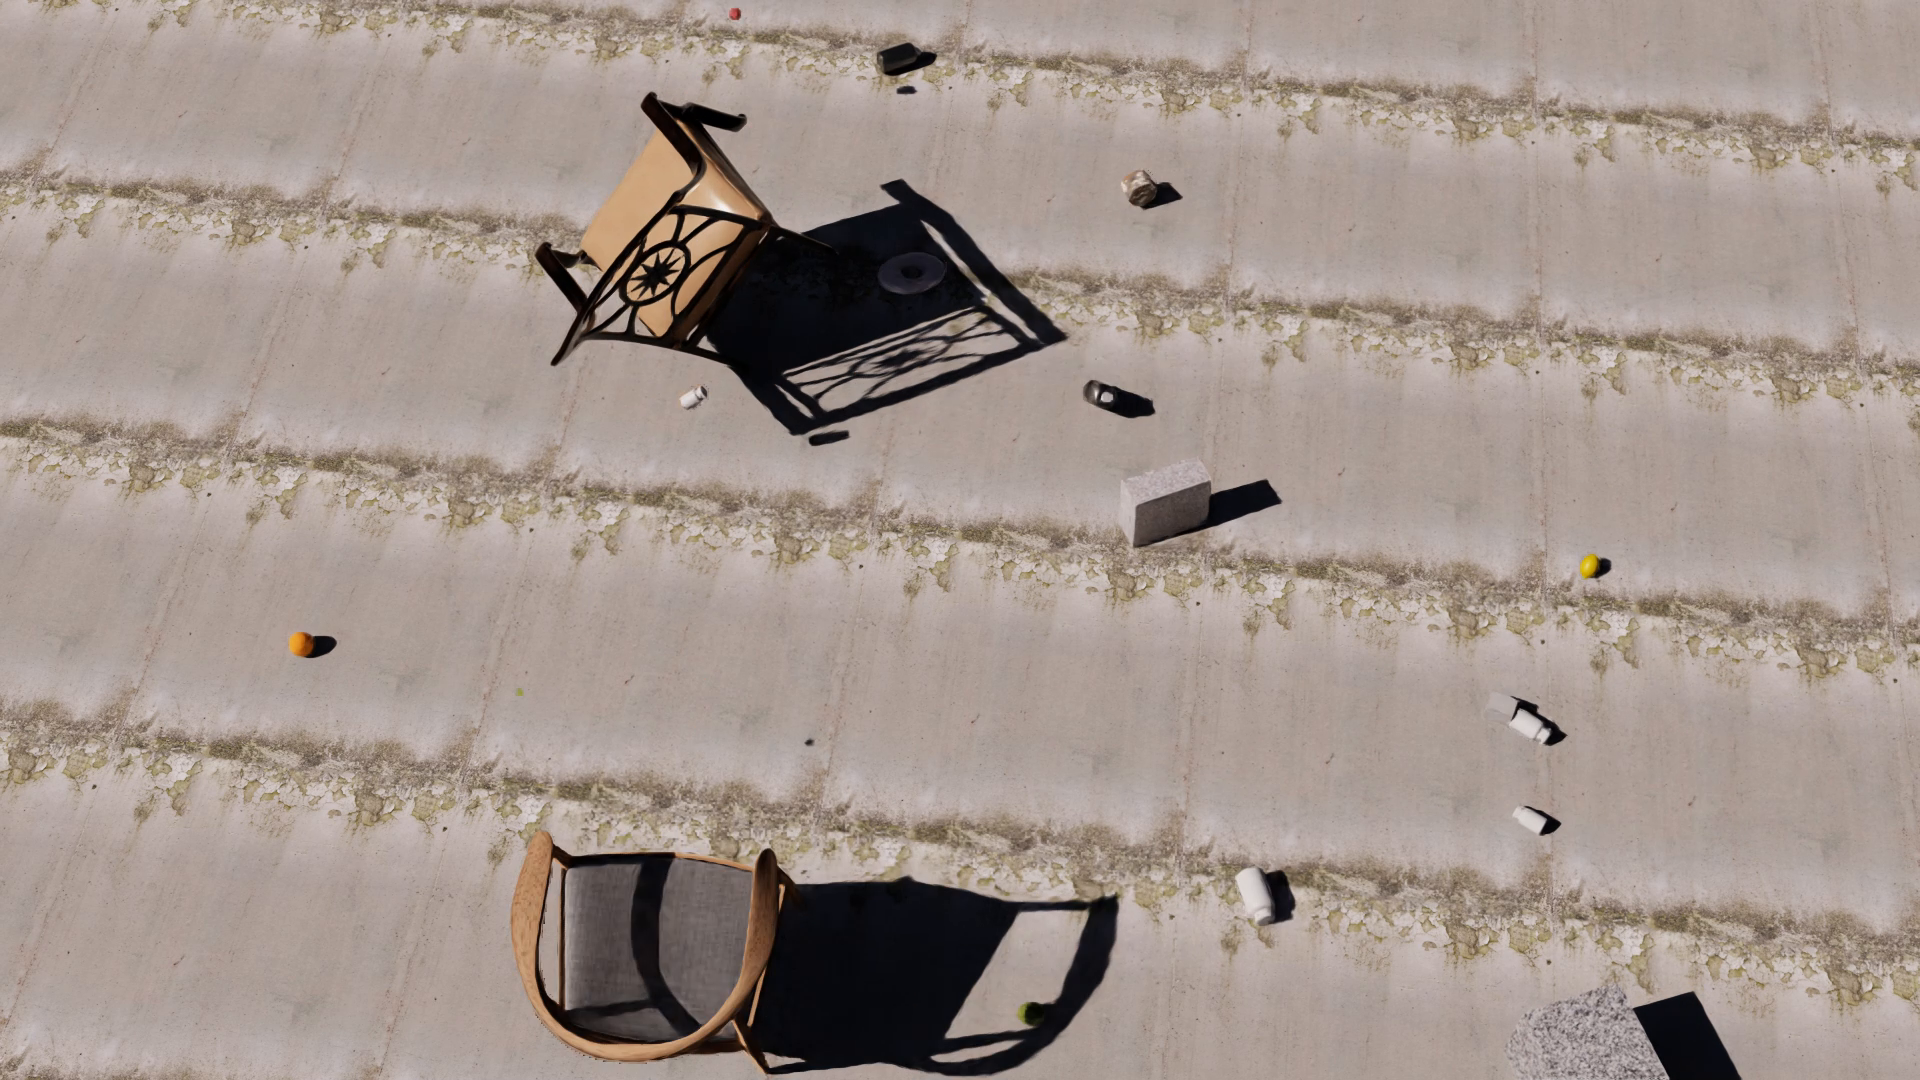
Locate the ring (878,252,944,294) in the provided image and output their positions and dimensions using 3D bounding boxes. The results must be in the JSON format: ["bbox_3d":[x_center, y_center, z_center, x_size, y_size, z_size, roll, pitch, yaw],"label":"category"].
[{"bbox_3d":[-0.156,-0.858,7.069,0.274,0.054,0.138,-18,76,-39],"label":"ring"}]

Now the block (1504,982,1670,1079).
[{"bbox_3d":[1.573,1.320,5.538,0.263,0.250,0.269,-15,57,-10],"label":"block"}]

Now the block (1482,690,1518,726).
[{"bbox_3d":[1.526,0.477,6.211,0.075,0.068,0.056,21,62,13],"label":"block"}]

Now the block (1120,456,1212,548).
[{"bbox_3d":[0.608,-0.112,6.518,0.244,0.212,0.098,-19,55,-12],"label":"block"}]

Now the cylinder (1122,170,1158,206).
[{"bbox_3d":[0.594,-1.167,7.289,0.100,0.078,0.082,-31,46,7],"label":"cylinder"}]
